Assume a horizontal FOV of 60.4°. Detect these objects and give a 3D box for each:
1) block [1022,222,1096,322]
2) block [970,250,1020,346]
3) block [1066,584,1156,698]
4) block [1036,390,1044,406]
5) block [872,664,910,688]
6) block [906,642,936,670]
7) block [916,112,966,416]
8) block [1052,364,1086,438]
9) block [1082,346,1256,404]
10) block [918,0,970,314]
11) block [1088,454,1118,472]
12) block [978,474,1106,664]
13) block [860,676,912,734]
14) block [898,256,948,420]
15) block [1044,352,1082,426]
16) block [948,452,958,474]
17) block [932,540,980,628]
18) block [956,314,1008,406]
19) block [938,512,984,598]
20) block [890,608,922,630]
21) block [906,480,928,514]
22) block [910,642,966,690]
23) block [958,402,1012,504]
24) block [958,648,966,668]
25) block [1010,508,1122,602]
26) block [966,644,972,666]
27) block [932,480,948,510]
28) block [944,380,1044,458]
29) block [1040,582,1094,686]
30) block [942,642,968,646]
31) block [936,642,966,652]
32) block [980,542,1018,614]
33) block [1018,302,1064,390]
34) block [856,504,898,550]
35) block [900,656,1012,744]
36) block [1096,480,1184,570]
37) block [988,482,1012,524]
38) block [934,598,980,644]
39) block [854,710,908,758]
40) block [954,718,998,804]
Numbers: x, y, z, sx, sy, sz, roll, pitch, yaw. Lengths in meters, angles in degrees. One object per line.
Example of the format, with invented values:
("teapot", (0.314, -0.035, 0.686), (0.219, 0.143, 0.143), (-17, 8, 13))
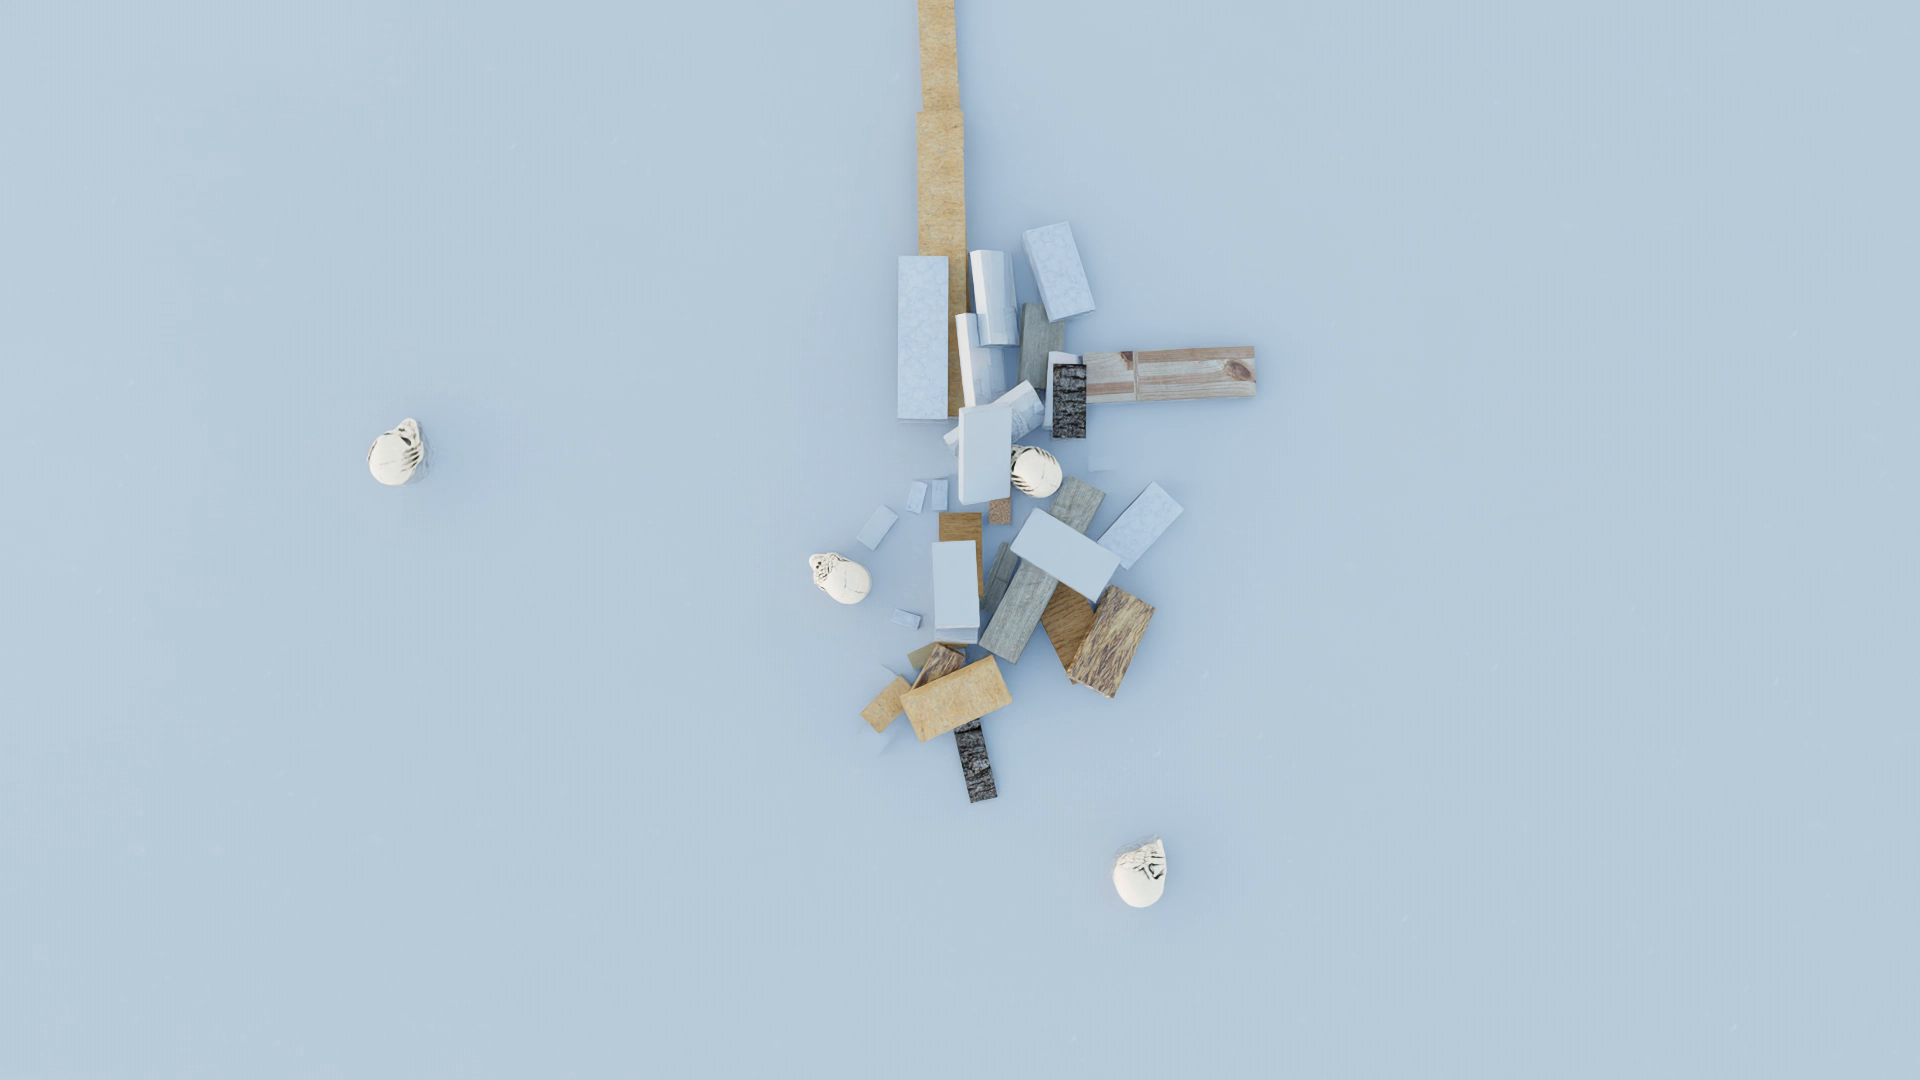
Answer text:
("block", (0.327, -0.886, 5.449), (0.154, 0.044, 0.308), (-16, 87, -17))
("block", (0.118, -0.794, 5.428), (0.044, 0.154, 0.308), (-6, 90, 42))
("block", (0.497, 0.335, 5.430), (0.167, 0.047, 0.334), (28, 78, -9))
("block", (0.240, -0.492, 5.493), (0.050, 0.014, 0.099), (-15, 90, 0))
("block", (-0.230, 0.470, 5.492), (0.117, 0.017, 0.059), (33, 90, 0))
("block", (-0.112, 0.384, 5.492), (0.117, 0.017, 0.059), (-25, 90, 0))
("block", (-0.058, -0.909, 5.444), (0.154, 0.044, 1.000), (-1, 90, 0))
("block", (0.360, -0.456, 5.420), (0.121, 0.034, 0.243), (-3, 95, -42))
("block", (0.693, -0.548, 5.477), (0.568, 0.047, 0.165), (-2, 90, 0))
("block", (-0.050, -1.221, 5.483), (0.122, 0.034, 1.287), (-3, 90, 0))
("block", (0.477, -0.256, 5.493), (0.099, 0.014, 0.050), (-3, 90, 0))
("block", (0.272, 0.097, 5.442), (0.139, 0.039, 0.638), (27, 85, 7))
("block", (-0.234, 0.544, 5.458), (0.185, 0.026, 0.092), (-44, 90, -8))
("block", (-0.121, -0.661, 5.399), (0.162, 0.046, 0.530), (0, 90, 0))
("block", (0.341, -0.493, 5.447), (0.121, 0.034, 0.243), (4, 90, -42))
("block", (-0.003, -0.268, 5.493), (0.051, 0.014, 0.102), (15, 90, 0))
("block", (-0.014, 0.145, 5.368), (0.141, 0.040, 0.282), (-2, 73, -2))
("block", (0.074, -0.579, 5.426), (0.046, 0.162, 0.325), (-6, 90, 44))
("block", (0.003, 0.050, 5.438), (0.141, 0.040, 0.282), (-1, 73, -1))
("block", (-0.180, 0.263, 5.493), (0.092, 0.013, 0.046), (19, 90, 0))
("block", (-0.144, -0.144, 5.493), (0.051, 0.014, 0.102), (14, 90, 0))
("block", (-0.074, 0.443, 5.423), (0.099, 0.028, 0.199), (27, 104, -13))
("block", (0.081, -0.282, 5.359), (0.162, 0.046, 0.325), (-9, 120, -16))
("block", (-0.002, 0.406, 5.449), (0.046, 0.013, 0.092), (-7, 90, 0))
("block", (0.346, 0.048, 5.400), (0.329, 0.047, 0.165), (31, 85, 8))
("block", (0.005, 0.370, 5.492), (0.059, 0.017, 0.117), (-8, 90, 0))
("block", (-0.067, -0.149, 5.493), (0.051, 0.014, 0.102), (1, 90, 0))
("block", (0.120, -0.371, 5.408), (0.329, 0.165, 0.047), (-34, 50, 0))
("block", (0.375, 0.293, 5.476), (0.167, 0.047, 0.334), (-26, 90, 0))
("block", (-0.023, 0.252, 5.453), (0.099, 0.028, 0.199), (1, 71, -1))
("block", (-0.032, 0.388, 5.469), (0.099, 0.028, 0.199), (6, 90, 0))
("block", (0.129, 0.126, 5.490), (0.071, 0.020, 0.237), (21, 90, 0))
("block", (0.270, -0.639, 5.464), (0.139, 0.039, 0.277), (4, 90, -15))
("block", (-0.275, -0.042, 5.490), (0.071, 0.020, 0.142), (36, 90, 0))
("block", (-0.012, 0.523, 5.419), (0.334, 0.047, 0.167), (-24, 113, 0))
("block", (0.597, -0.047, 5.480), (0.139, 0.039, 0.277), (43, 90, 0))
("block", (0.134, -0.124, 5.490), (0.071, 0.020, 0.142), (2, 90, 0))
("block", (-0.006, 0.197, 5.435), (0.141, 0.040, 0.282), (4, 71, 0))
("block", (-0.259, 0.621, 5.487), (0.092, 0.026, 0.185), (39, 90, 0))
("block", (0.044, 0.709, 5.487), (0.092, 0.026, 0.318), (-13, 90, 0))
